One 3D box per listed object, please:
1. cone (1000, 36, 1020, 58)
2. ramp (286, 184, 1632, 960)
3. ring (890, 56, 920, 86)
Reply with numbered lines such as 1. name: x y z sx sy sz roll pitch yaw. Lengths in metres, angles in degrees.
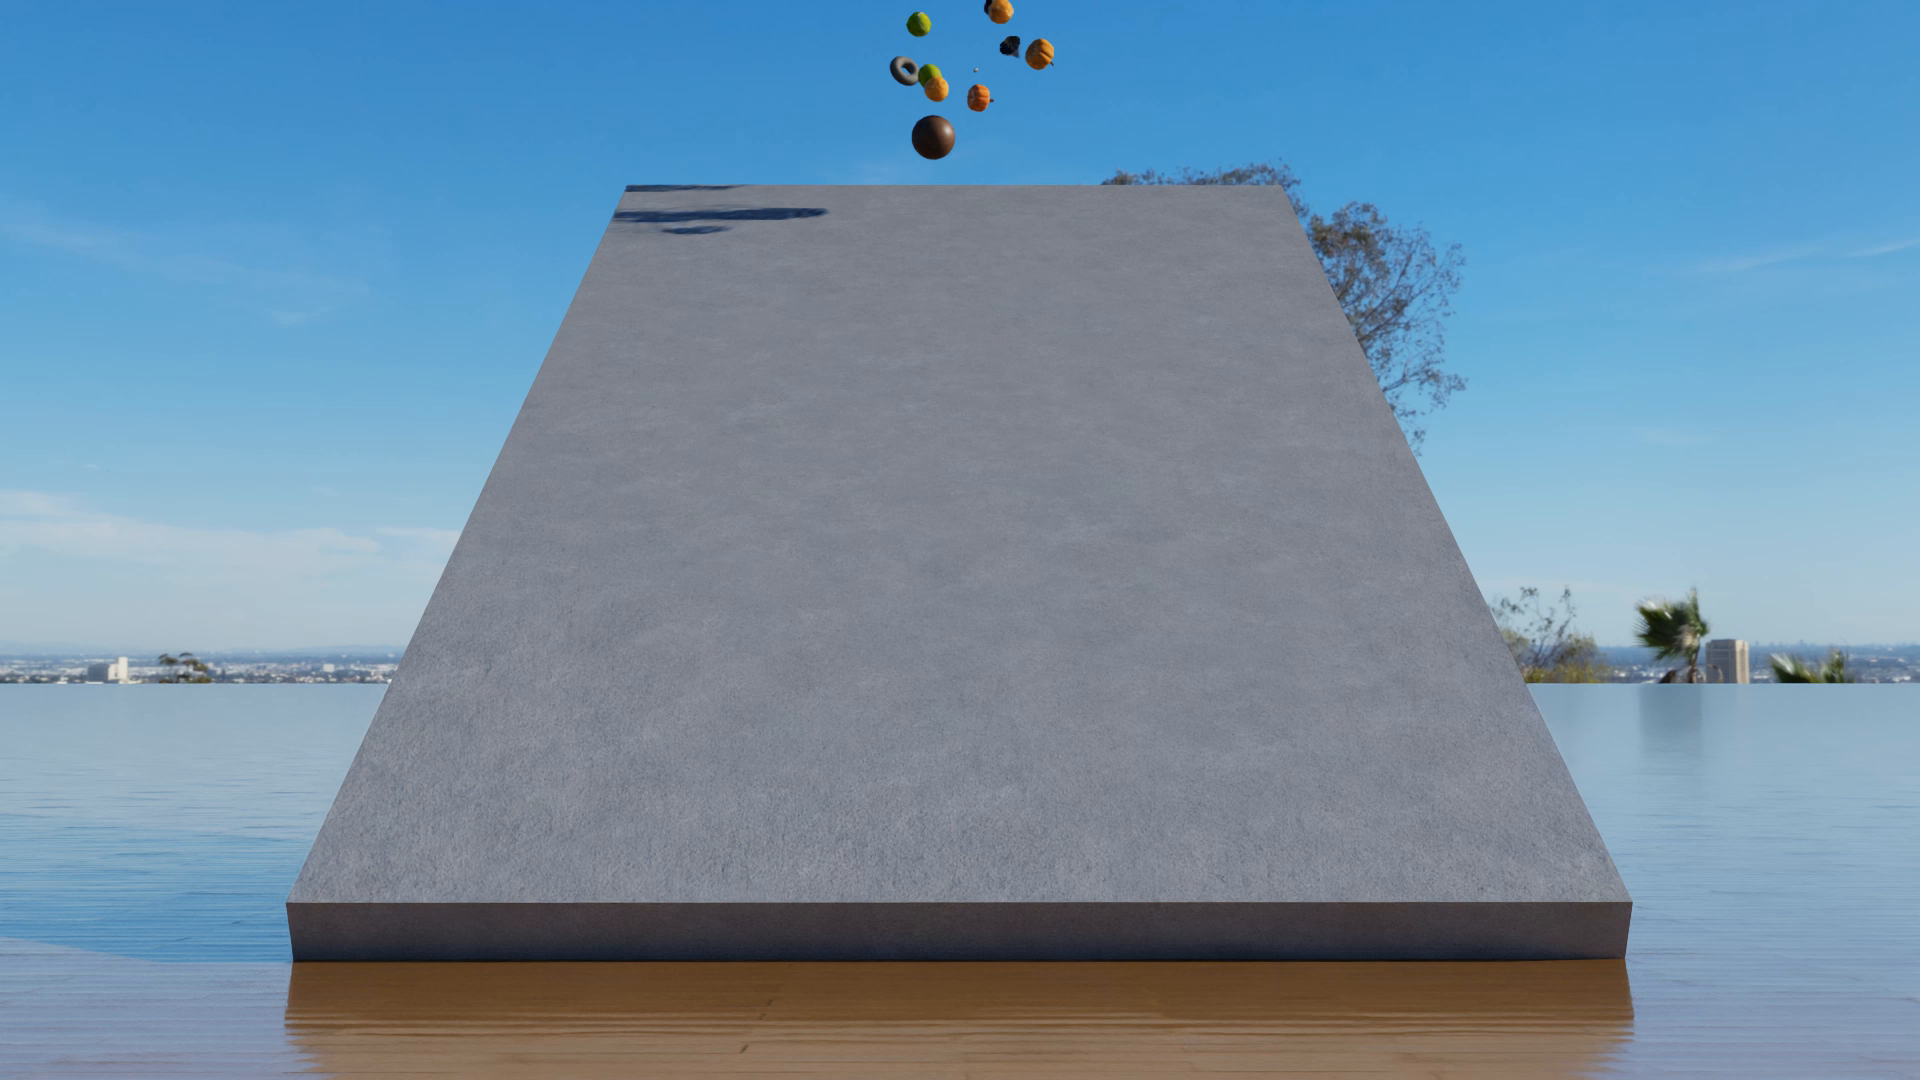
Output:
1. cone: 0.166 -1.487 7.080 0.067 0.067 0.067 -2 -26 29
2. ramp: -0.008 -0.228 5.300 2.000 0.100 4.000 0 24 0
3. ring: -0.166 -1.425 7.061 0.101 0.101 0.034 2 -26 -31
